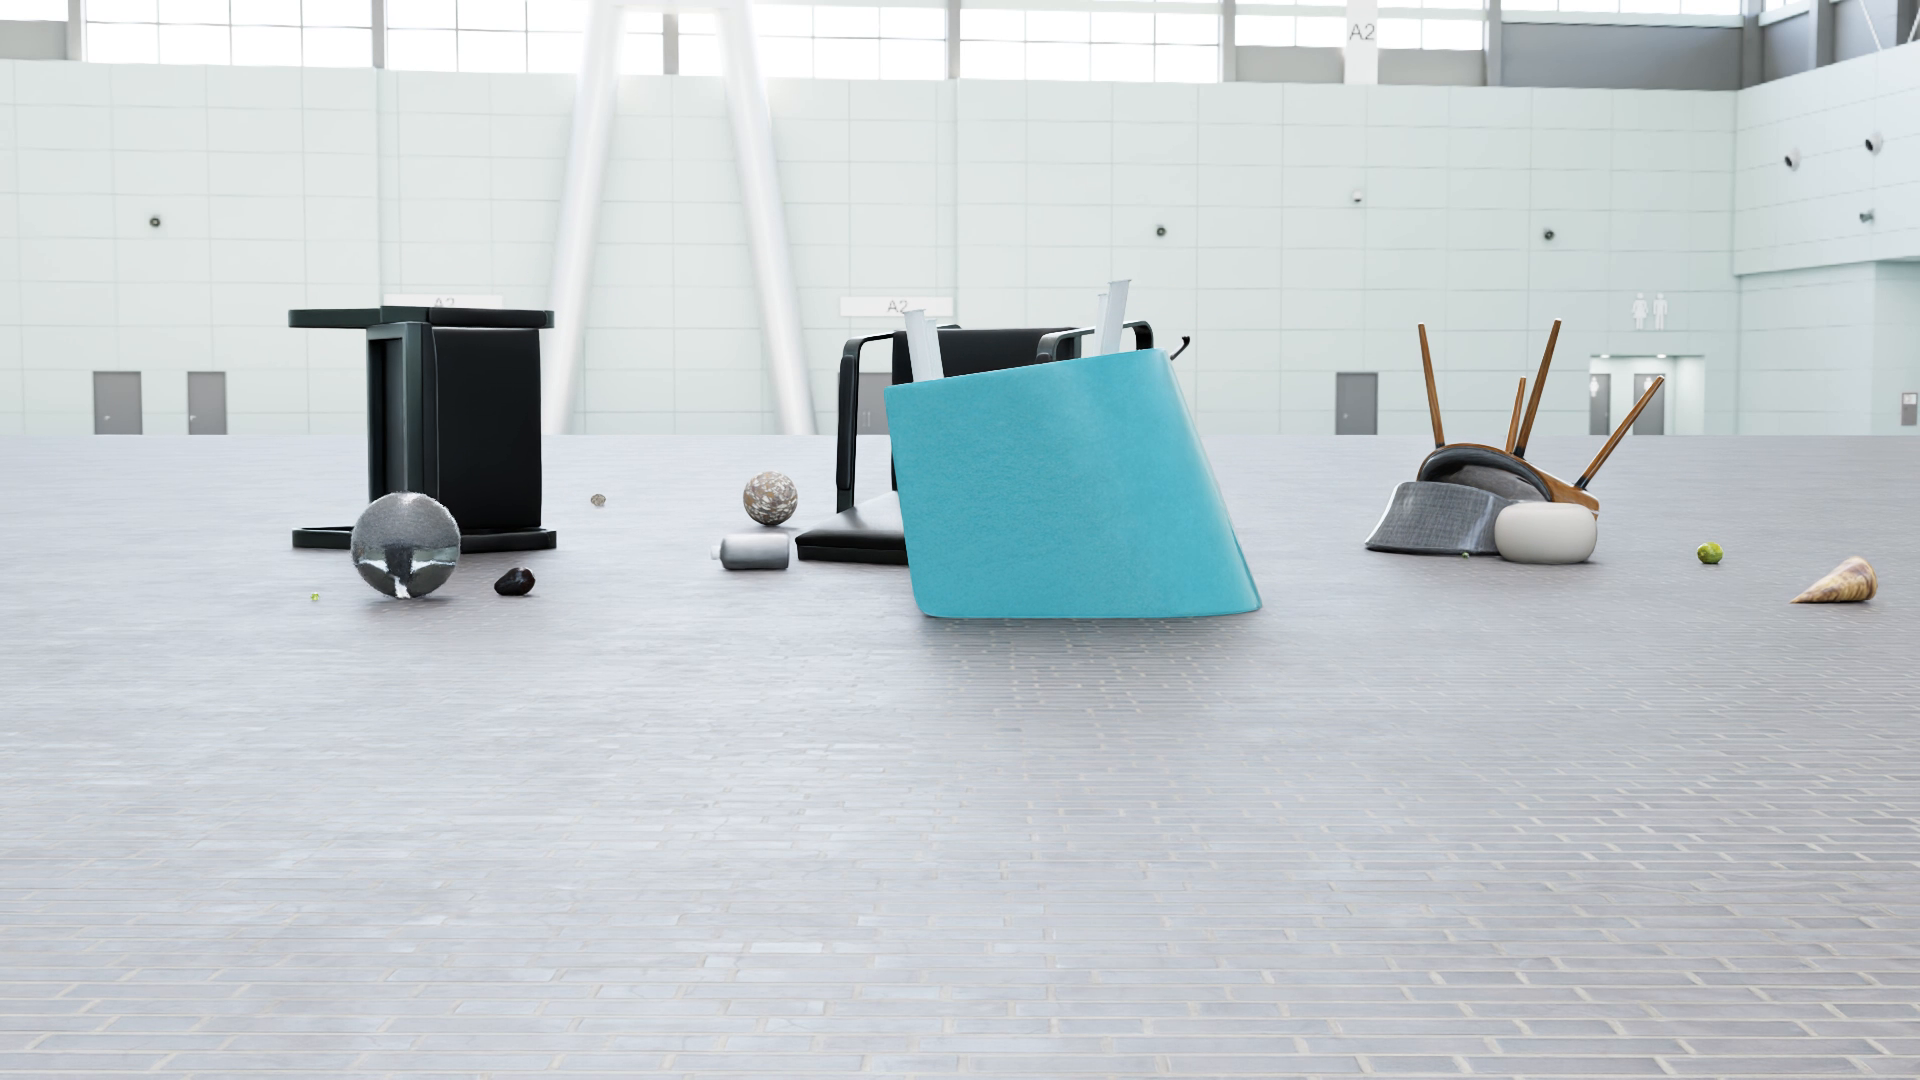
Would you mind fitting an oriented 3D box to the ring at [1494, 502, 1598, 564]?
[{"bbox_3d":[1.536,-0.018,5.770,0.259,0.144,0.284,-2,5,-3],"label":"ring"}]

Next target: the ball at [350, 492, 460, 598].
[{"bbox_3d":[-1.188,0.011,4.715,0.229,0.229,0.229,0,4,0],"label":"ball"}]

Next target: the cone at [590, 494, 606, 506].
[{"bbox_3d":[-1.395,-0.147,8.522,0.062,0.047,0.063,-2,-17,5],"label":"cone"}]

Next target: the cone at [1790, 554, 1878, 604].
[{"bbox_3d":[1.820,0.107,4.632,0.181,0.098,0.112,-19,-18,-13],"label":"cone"}]

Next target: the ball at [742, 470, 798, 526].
[{"bbox_3d":[-0.624,-0.138,7.232,0.182,0.182,0.182,0,4,0],"label":"ball"}]
